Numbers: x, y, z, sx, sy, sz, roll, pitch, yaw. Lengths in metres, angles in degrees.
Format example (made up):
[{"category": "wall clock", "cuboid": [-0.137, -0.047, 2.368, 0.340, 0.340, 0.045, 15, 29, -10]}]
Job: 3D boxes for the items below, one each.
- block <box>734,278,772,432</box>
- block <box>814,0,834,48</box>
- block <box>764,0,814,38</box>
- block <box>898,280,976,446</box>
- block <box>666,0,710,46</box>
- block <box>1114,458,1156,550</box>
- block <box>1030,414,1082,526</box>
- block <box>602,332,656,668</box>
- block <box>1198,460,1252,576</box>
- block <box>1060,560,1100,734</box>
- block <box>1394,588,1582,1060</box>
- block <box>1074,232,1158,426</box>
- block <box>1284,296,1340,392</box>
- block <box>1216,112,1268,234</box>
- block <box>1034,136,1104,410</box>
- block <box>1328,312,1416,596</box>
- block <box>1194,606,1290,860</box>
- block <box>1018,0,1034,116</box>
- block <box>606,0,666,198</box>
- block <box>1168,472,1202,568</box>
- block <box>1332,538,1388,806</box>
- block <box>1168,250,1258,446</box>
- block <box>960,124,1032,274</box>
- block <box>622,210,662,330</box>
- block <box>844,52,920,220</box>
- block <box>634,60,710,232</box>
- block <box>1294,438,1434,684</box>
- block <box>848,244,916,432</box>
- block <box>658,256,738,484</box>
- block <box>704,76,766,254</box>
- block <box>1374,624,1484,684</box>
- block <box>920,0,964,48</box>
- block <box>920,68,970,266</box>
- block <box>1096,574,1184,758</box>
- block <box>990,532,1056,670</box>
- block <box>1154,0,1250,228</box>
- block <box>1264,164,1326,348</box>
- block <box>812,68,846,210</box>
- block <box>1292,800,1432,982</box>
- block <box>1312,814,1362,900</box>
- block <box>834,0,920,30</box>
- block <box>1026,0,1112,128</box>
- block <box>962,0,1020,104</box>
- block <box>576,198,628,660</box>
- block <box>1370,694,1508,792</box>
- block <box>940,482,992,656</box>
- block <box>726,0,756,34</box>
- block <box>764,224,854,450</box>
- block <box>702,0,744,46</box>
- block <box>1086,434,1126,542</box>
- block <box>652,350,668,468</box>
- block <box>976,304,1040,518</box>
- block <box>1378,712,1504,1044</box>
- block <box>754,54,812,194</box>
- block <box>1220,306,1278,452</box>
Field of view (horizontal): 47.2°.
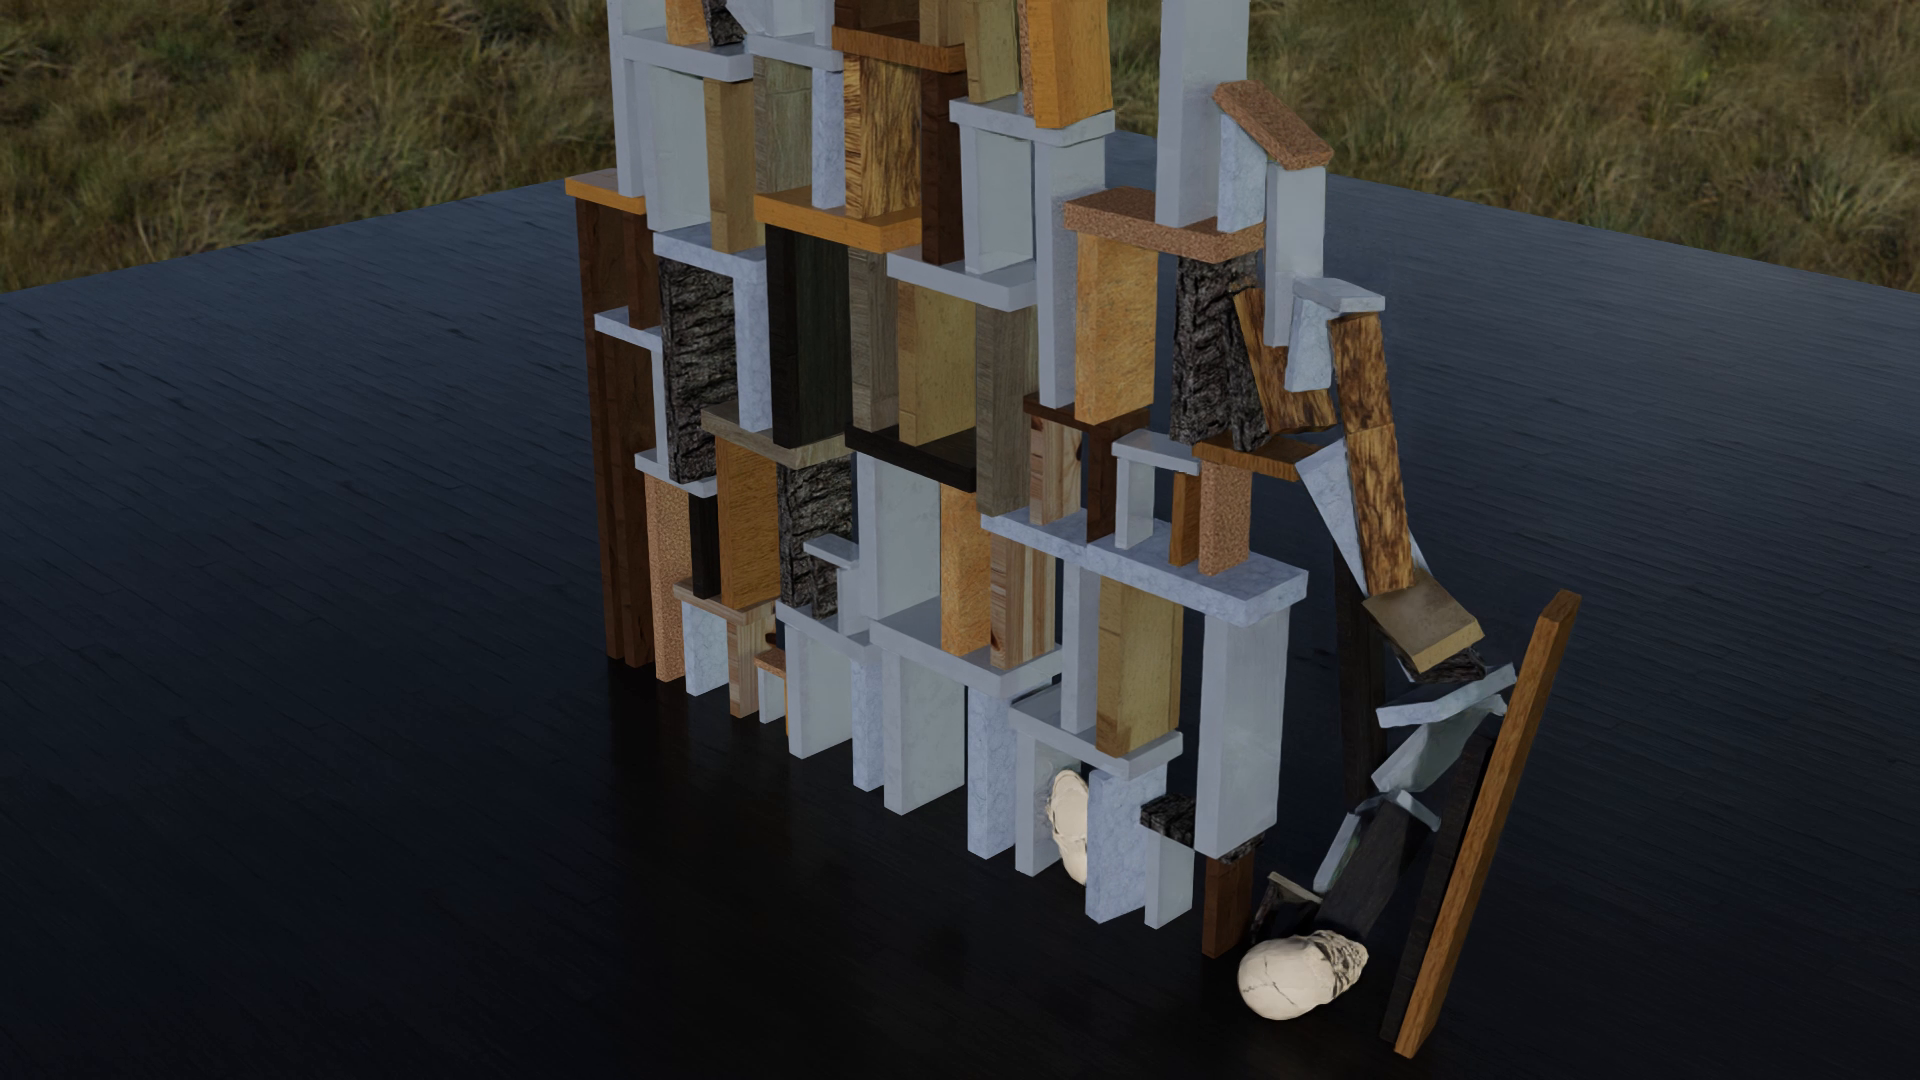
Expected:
[{"category": "block", "cuboid": [-0.375, -0.392, 4.461, 0.160, 0.320, 0.045, -19, 29, -38]}, {"category": "block", "cuboid": [-0.213, -1.019, 4.014, 0.109, 0.219, 0.031, -18, 30, -37]}, {"category": "block", "cuboid": [-0.312, -1.058, 4.111, 0.109, 0.219, 0.031, -16, 28, -33]}, {"category": "block", "cuboid": [-0.043, -0.347, 4.117, 0.157, 0.314, 0.044, -21, 31, -40]}, {"category": "block", "cuboid": [-0.503, -1.128, 4.279, 0.153, 0.305, 0.043, -21, 30, -39]}, {"category": "block", "cuboid": [0.305, -0.076, 3.825, 0.024, 0.169, 0.085, 17, 29, 34]}, {"category": "block", "cuboid": [0.174, -0.139, 3.975, 0.103, 0.207, 0.029, -21, 31, -41]}, {"category": "block", "cuboid": [-0.717, -0.096, 4.964, 0.037, 0.799, 0.129, 21, 31, 41]}, {"category": "block", "cuboid": [0.449, -0.050, 3.720, 0.029, 0.203, 0.102, 20, 30, 40]}, {"category": "block", "cuboid": [0.248, 0.177, 4.028, 0.136, 0.339, 0.039, -21, 31, -40]}, {"category": "block", "cuboid": [0.844, 0.474, 3.547, 0.033, 0.865, 0.116, 24, 31, 23]}, {"category": "block", "cuboid": [0.269, -0.378, 3.774, 0.045, 0.332, 0.158, 21, 31, 40]}, {"category": "block", "cuboid": [0.551, -0.308, 3.435, 0.075, 0.150, 0.021, -8, 25, -28]}, {"category": "block", "cuboid": [0.450, -0.590, 3.493, 0.027, 0.187, 0.094, 19, 30, 37]}, {"category": "block", "cuboid": [0.193, -0.468, 3.805, 0.133, 0.470, 0.038, -23, 32, -39]}, {"category": "block", "cuboid": [0.647, -0.130, 3.446, 0.075, 0.492, 0.021, -14, 30, 0]}, {"category": "block", "cuboid": [0.491, 0.317, 3.829, 0.049, 0.458, 0.174, 21, 31, 40]}, {"category": "block", "cuboid": [0.144, -0.818, 3.679, 0.028, 0.194, 0.097, 17, 31, 40]}, {"category": "block", "cuboid": [-0.641, -1.029, 4.479, 0.043, 0.643, 0.153, 20, 30, 39]}, {"category": "block", "cuboid": [0.395, -0.046, 3.756, 0.024, 0.169, 0.085, 19, 29, 35]}, {"category": "block", "cuboid": [0.718, 0.217, 3.930, 0.029, 0.595, 0.102, 21, 44, 37]}, {"category": "block", "cuboid": [0.420, -0.330, 3.641, 0.045, 0.317, 0.158, 21, 31, 39]}, {"category": "block", "cuboid": [0.066, -0.616, 3.888, 0.133, 0.265, 0.038, -22, 31, -38]}, {"category": "block", "cuboid": [-0.648, -0.585, 4.674, 0.036, 0.255, 0.127, 21, 31, 39]}, {"category": "block", "cuboid": [-0.143, -0.756, 4.056, 0.043, 0.302, 0.151, 22, 31, 40]}, {"category": "block", "cuboid": [-0.568, -0.817, 4.499, 0.171, 0.342, 0.048, -19, 27, -38]}, {"category": "block", "cuboid": [0.717, 0.038, 3.700, 0.117, 0.574, 0.033, -29, 41, 8]}, {"category": "block", "cuboid": [-0.126, -0.400, 4.189, 0.050, 0.356, 0.178, 20, 30, 41]}, {"category": "block", "cuboid": [-0.543, -0.368, 4.620, 0.160, 0.488, 0.045, -19, 30, -38]}, {"category": "block", "cuboid": [-0.416, -0.752, 4.344, 0.048, 0.342, 0.171, 20, 30, 40]}, {"category": "block", "cuboid": [0.788, 0.175, 3.681, 0.116, 0.232, 0.033, -7, 59, 28]}, {"category": "block", "cuboid": [0.007, -1.029, 3.776, 0.168, 0.336, 0.048, -21, 31, -40]}, {"category": "block", "cuboid": [0.000, -0.678, 3.935, 0.151, 0.349, 0.043, -21, 31, -40]}, {"category": "block", "cuboid": [0.325, 0.202, 3.957, 0.174, 0.347, 0.049, -21, 31, -40]}, {"category": "block", "cuboid": [0.119, 0.096, 4.133, 0.136, 0.272, 0.039, -21, 31, -41]}, {"category": "block", "cuboid": [0.387, -0.740, 3.493, 0.047, 0.461, 0.165, 21, 32, 39]}, {"category": "block", "cuboid": [0.523, -0.447, 3.440, 0.094, 0.282, 0.027, -9, 17, -29]}, {"category": "block", "cuboid": [-0.213, -0.760, 4.117, 0.131, 0.261, 0.037, -18, 32, -37]}, {"category": "block", "cuboid": [0.721, 0.627, 3.939, 0.095, 0.323, 0.027, 32, -12, 12]}, {"category": "block", "cuboid": [0.697, 0.604, 4.072, 0.027, 0.095, 0.189, 15, 41, 23]}, {"category": "block", "cuboid": [-0.148, -1.093, 3.924, 0.168, 0.336, 0.048, -21, 31, -40]}, {"category": "block", "cuboid": [0.177, -0.855, 3.596, 0.047, 0.330, 0.165, 11, 27, 34]}, {"category": "block", "cuboid": [0.052, -0.856, 3.766, 0.028, 0.194, 0.097, 17, 32, 42]}, {"category": "block", "cuboid": [-0.765, -0.247, 4.947, 0.127, 1.090, 0.036, -21, 31, -40]}, {"category": "block", "cuboid": [0.872, 0.370, 4.004, 0.124, 0.248, 0.035, 6, 45, -39]}, {"category": "block", "cuboid": [0.042, 0.034, 4.188, 0.049, 0.344, 0.172, 21, 31, 40]}, {"category": "block", "cuboid": [-0.384, -0.997, 4.256, 0.072, 0.020, 0.143, -21, 65, -40]}, {"category": "block", "cuboid": [-0.294, -0.419, 4.358, 0.178, 0.451, 0.050, -21, 31, -41]}, {"category": "block", "cuboid": [-0.469, -1.057, 4.263, 0.020, 0.186, 0.072, 4, 19, 46]}, {"category": "block", "cuboid": [0.271, -0.101, 3.886, 0.104, 0.207, 0.029, -21, 31, -40]}, {"category": "block", "cuboid": [-0.596, -0.296, 4.745, 0.129, 0.258, 0.037, -20, 30, -39]}, {"category": "block", "cuboid": [0.103, -0.250, 3.994, 0.157, 0.396, 0.044, -19, 29, -37]}, {"category": "block", "cuboid": [0.802, 0.569, 3.655, 0.035, 0.598, 0.124, 22, 30, 23]}, {"category": "block", "cuboid": [-0.331, -0.808, 4.234, 0.131, 0.261, 0.037, -18, 31, -37]}, {"category": "block", "cuboid": [0.481, -0.274, 3.602, 0.033, 0.234, 0.117, 7, 26, 36]}]
